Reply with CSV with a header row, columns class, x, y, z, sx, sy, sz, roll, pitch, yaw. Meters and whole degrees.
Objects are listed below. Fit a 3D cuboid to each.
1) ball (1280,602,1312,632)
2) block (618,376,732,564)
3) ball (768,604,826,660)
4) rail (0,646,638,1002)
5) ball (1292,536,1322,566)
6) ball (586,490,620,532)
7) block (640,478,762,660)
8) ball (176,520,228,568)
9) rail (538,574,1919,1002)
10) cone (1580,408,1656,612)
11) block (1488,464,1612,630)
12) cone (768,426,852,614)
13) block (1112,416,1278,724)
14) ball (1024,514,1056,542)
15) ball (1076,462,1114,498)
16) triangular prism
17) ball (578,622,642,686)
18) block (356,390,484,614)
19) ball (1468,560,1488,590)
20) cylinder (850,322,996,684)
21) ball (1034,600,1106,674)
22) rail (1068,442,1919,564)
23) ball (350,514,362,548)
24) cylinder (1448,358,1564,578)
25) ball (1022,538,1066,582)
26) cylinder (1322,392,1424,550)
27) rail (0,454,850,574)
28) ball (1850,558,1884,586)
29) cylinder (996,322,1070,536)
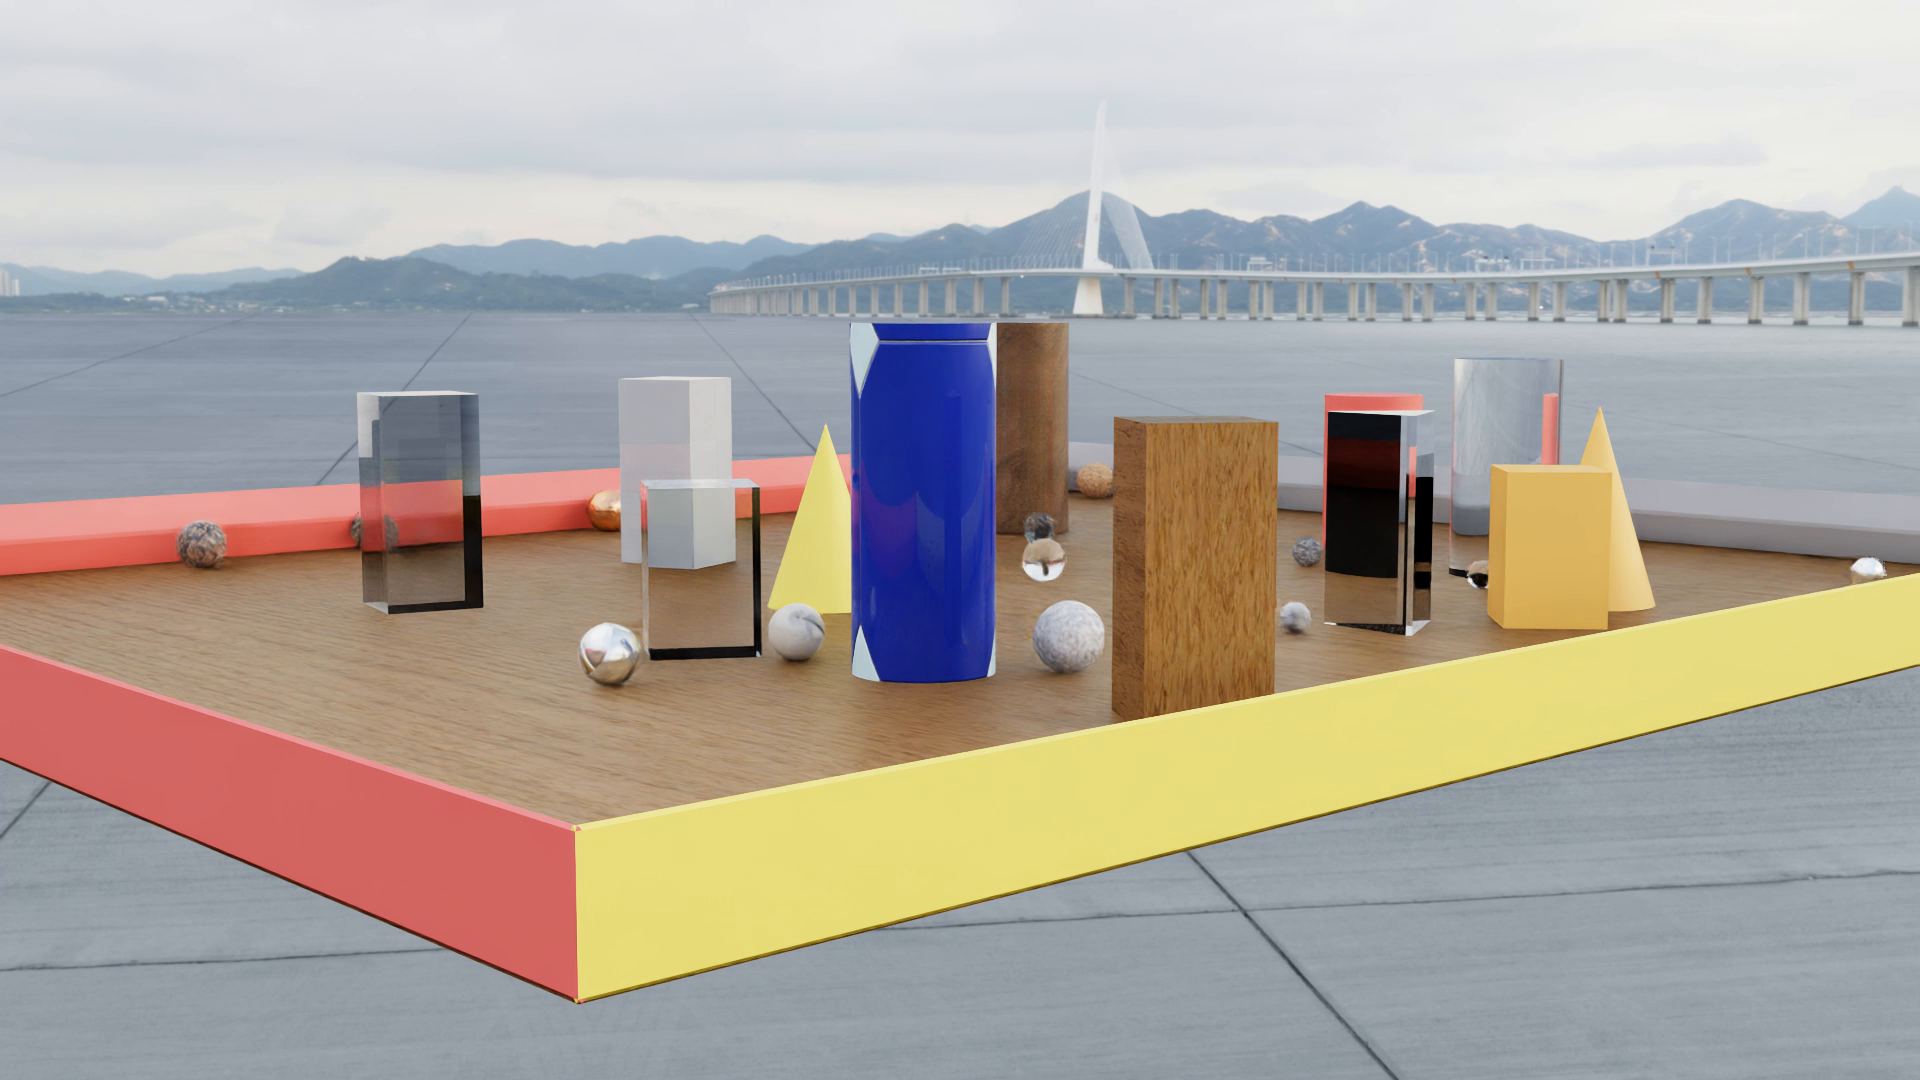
class,x,y,z,sx,sy,sz,roll,pitch,yaw
ball,0.454,0.105,2.978,0.042,0.042,0.042,0,6,0
block,-0.491,-0.122,3.811,0.140,0.315,0.140,3,7,24
ball,-0.204,0.115,2.747,0.072,0.072,0.072,0,6,0
rail,-1.085,0.137,2.337,0.045,0.114,2.536,-6,8,-42
ball,0.590,0.020,3.732,0.050,0.050,0.050,0,6,0
ball,-0.688,-0.058,4.298,0.082,0.082,0.082,0,6,0
block,-0.333,0.035,2.819,0.140,0.215,0.140,-1,6,-11
ball,-1.276,0.007,3.702,0.081,0.081,0.081,0,6,0
rail,0.844,0.128,2.424,3.001,0.114,0.045,-6,8,-42
cone,0.945,-0.053,3.261,0.175,0.294,0.175,0,6,0
block,0.822,0.007,3.074,0.140,0.215,0.140,0,6,5
cone,-0.197,-0.038,3.239,0.175,0.269,0.175,0,6,0
block,0.248,0.032,2.342,0.140,0.322,0.140,-1,6,-10
ball,0.147,-0.020,4.060,0.058,0.058,0.058,0,6,0
ball,0.310,-0.137,5.024,0.086,0.086,0.086,0,6,0
triangular prism,0.607,-0.029,3.039,0.131,0.296,0.152,-5,8,-39
ball,-0.409,0.133,2.572,0.073,0.073,0.073,0,6,0
block,-0.794,-0.059,3.234,0.140,0.313,0.140,-3,7,-29
ball,0.815,0.055,3.433,0.044,0.044,0.044,0,6,0
cylinder,-0.044,-0.050,2.645,0.175,0.421,0.175,0,6,0
ball,0.132,0.117,2.654,0.088,0.088,0.088,0,6,0
rail,1.085,-0.078,4.329,0.045,0.114,2.536,-6,8,-42
ball,-1.063,-0.017,3.971,0.072,0.072,0.072,0,6,0
cylinder,0.896,-0.120,3.610,0.175,0.354,0.175,0,6,0
ball,0.134,0.032,3.526,0.070,0.070,0.070,0,6,0
cylinder,0.749,-0.124,3.994,0.175,0.279,0.175,0,6,0
rail,-0.844,-0.068,4.242,3.001,0.114,0.045,-6,8,-42
ball,1.414,0.052,3.427,0.050,0.050,0.050,0,6,0
cylinder,0.125,-0.220,4.292,0.175,0.408,0.175,0,6,0
